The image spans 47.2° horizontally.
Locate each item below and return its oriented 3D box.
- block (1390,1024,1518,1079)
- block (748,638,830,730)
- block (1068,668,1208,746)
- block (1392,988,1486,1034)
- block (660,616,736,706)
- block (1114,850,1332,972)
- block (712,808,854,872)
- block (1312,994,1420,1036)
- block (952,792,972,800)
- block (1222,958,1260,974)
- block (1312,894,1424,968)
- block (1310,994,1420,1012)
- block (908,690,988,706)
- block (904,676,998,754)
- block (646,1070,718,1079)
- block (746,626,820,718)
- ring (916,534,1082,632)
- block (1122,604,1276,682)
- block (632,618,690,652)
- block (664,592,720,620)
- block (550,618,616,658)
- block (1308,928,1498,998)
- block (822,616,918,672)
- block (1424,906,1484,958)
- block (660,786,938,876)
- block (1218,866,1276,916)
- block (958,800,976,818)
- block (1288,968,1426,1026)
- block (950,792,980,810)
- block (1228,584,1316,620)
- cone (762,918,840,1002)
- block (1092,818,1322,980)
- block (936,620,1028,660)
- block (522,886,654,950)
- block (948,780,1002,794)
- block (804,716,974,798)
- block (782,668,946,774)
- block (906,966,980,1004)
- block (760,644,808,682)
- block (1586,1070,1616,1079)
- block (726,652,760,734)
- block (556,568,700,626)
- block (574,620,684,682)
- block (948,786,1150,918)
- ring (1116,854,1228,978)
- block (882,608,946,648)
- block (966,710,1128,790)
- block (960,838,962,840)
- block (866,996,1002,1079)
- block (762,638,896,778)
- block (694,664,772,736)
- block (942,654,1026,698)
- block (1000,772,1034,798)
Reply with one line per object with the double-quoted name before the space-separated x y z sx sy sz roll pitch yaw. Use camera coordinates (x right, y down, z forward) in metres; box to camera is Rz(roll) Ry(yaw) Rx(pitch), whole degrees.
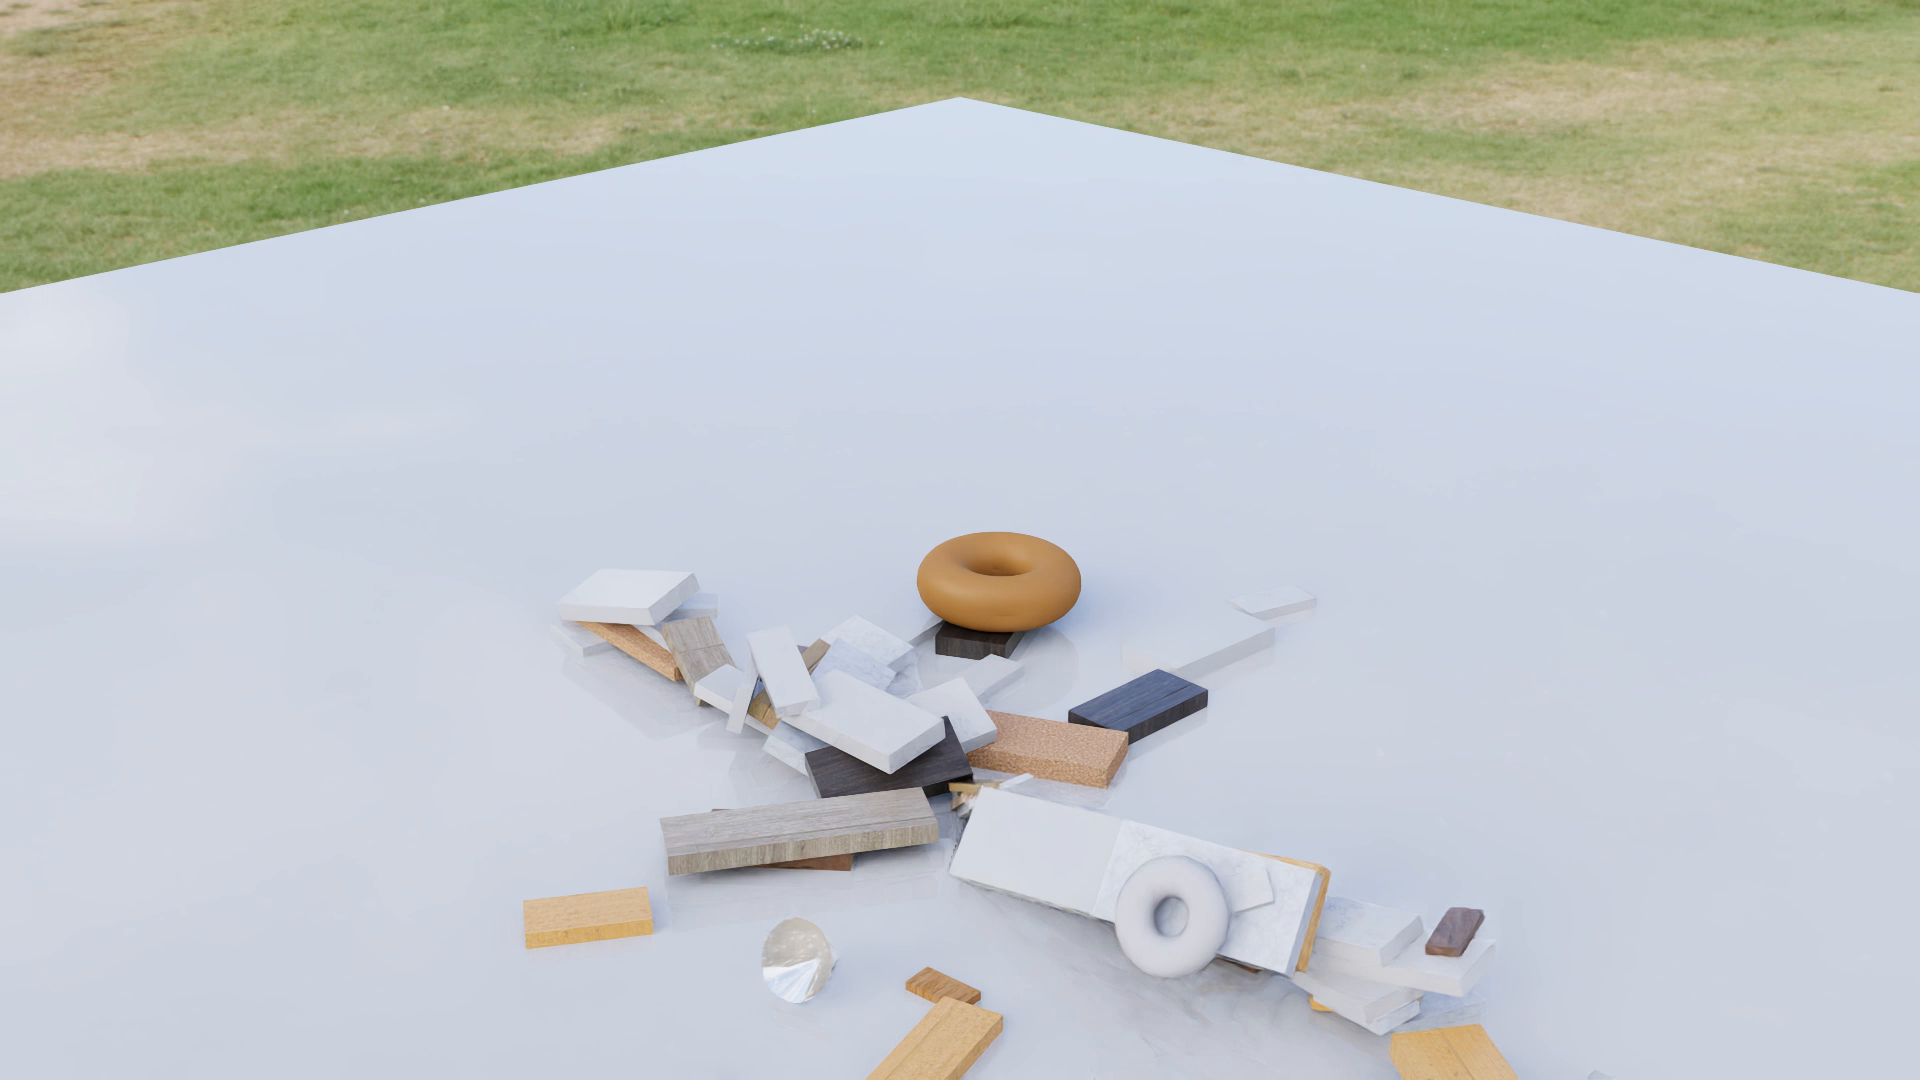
"block" 0.838 0.931 3.397 0.155 0.044 0.541 -4 23 -10
"block" -0.320 0.338 4.824 0.160 0.045 0.320 32 31 9
"block" 0.393 0.370 4.835 0.295 0.042 0.148 -21 31 -40
"block" 0.813 0.808 3.821 0.177 0.025 0.089 -10 24 -22
"block" -0.577 0.271 4.956 0.113 0.032 0.227 -10 49 -30
"block" 0.457 0.632 3.849 0.358 0.179 0.051 5 -22 36
"block" -0.353 0.588 4.321 0.295 0.042 0.148 2 23 4
"block" 0.691 0.784 3.750 0.089 0.025 0.177 -23 19 -24
"block" 0.050 0.515 4.489 0.123 0.017 0.062 -4 -7 -10
"block" 0.501 0.742 3.989 0.130 0.018 0.065 19 29 37
"block" 0.658 0.668 3.795 0.250 0.035 0.125 5 26 46
"block" 0.706 0.786 3.815 0.177 0.025 0.089 -3 21 32
"block" -0.040 0.358 4.821 0.185 0.026 0.093 -2 17 37
"block" -0.096 0.407 4.599 0.310 0.044 0.155 -20 52 -20
"block" -0.443 0.935 3.516 0.115 0.033 0.230 -3 23 -7
"block" -0.375 0.275 4.648 0.093 0.026 0.314 -12 30 -12
"ring" 0.093 0.097 5.244 0.394 0.131 0.394 1 24 0
"block" 0.558 0.244 5.124 0.339 0.048 0.170 -19 30 -38
"block" -0.680 0.194 5.118 0.113 0.032 0.226 -16 28 -33
"block" -0.650 0.155 5.136 0.175 0.025 0.087 -2 23 -4
"block" -0.892 0.225 5.200 0.087 0.025 0.175 -15 27 -32
"block" 0.711 0.702 3.768 0.398 0.035 0.125 2 24 43
"block" -0.214 0.251 5.091 0.113 0.032 0.226 -33 36 -27
"block" 0.834 0.660 3.705 0.061 0.017 0.122 -2 23 35
"block" -0.314 0.564 4.272 0.522 0.042 0.148 -5 24 -13
"block" 0.468 0.600 3.717 0.121 0.017 0.061 -19 62 15
"block" 0.041 0.532 4.380 0.070 0.020 0.140 -5 -12 -11
"block" 0.668 0.748 3.779 0.125 0.035 0.250 -22 19 -22
"block" 0.022 0.523 4.415 0.062 0.017 0.123 -4 -12 -12
"block" 0.760 0.155 5.361 0.190 0.027 0.095 -12 26 -26
"cone" -0.251 0.745 3.920 0.146 0.146 0.146 14 0 30
"block" 0.422 0.613 3.772 0.358 0.179 0.051 12 -16 27
"block" 0.075 0.191 5.248 0.170 0.048 0.339 7 24 16
"block" -0.689 0.699 4.072 0.230 0.033 0.115 -5 23 -11
"block" 0.032 0.493 4.408 0.062 0.017 0.123 -4 -2 -25
"block" -0.146 0.468 4.483 0.310 0.044 0.155 -14 50 -15
"block" -0.202 0.370 4.524 0.320 0.045 0.160 21 39 39
"block" -0.030 0.793 3.870 0.121 0.017 0.061 18 29 35
"block" -0.374 0.296 5.028 0.093 0.026 0.185 10 25 22
"block" 1.015 0.912 3.406 0.155 0.044 0.310 22 12 26
"block" -0.456 0.307 4.752 0.032 0.113 0.227 17 29 -3
"block" -0.776 0.131 5.132 0.326 0.045 0.160 1 31 41
"block" -0.759 0.217 5.144 0.113 0.032 0.485 -19 29 -37
"block" 0.174 0.580 4.050 0.051 0.179 0.453 33 -17 -38
"ring" 0.356 0.635 3.711 0.208 0.208 0.069 17 -5 35
"block" -0.122 0.217 5.215 0.095 0.027 0.190 15 27 31
"block" 0.170 0.441 4.661 0.339 0.048 0.170 8 24 17
"block" 0.058 0.591 4.278 0.140 0.070 0.020 -19 32 -37
"block" -0.046 0.866 3.677 0.115 0.033 0.291 12 26 26
"block" -0.275 0.364 4.728 0.155 0.044 0.430 31 31 1
"block" -0.458 0.353 4.823 0.227 0.032 0.113 26 32 22
"block" 0.054 0.316 4.983 0.095 0.027 0.190 16 28 33
"block" 0.109 0.532 4.326 0.070 0.140 0.020 -17 33 -35
